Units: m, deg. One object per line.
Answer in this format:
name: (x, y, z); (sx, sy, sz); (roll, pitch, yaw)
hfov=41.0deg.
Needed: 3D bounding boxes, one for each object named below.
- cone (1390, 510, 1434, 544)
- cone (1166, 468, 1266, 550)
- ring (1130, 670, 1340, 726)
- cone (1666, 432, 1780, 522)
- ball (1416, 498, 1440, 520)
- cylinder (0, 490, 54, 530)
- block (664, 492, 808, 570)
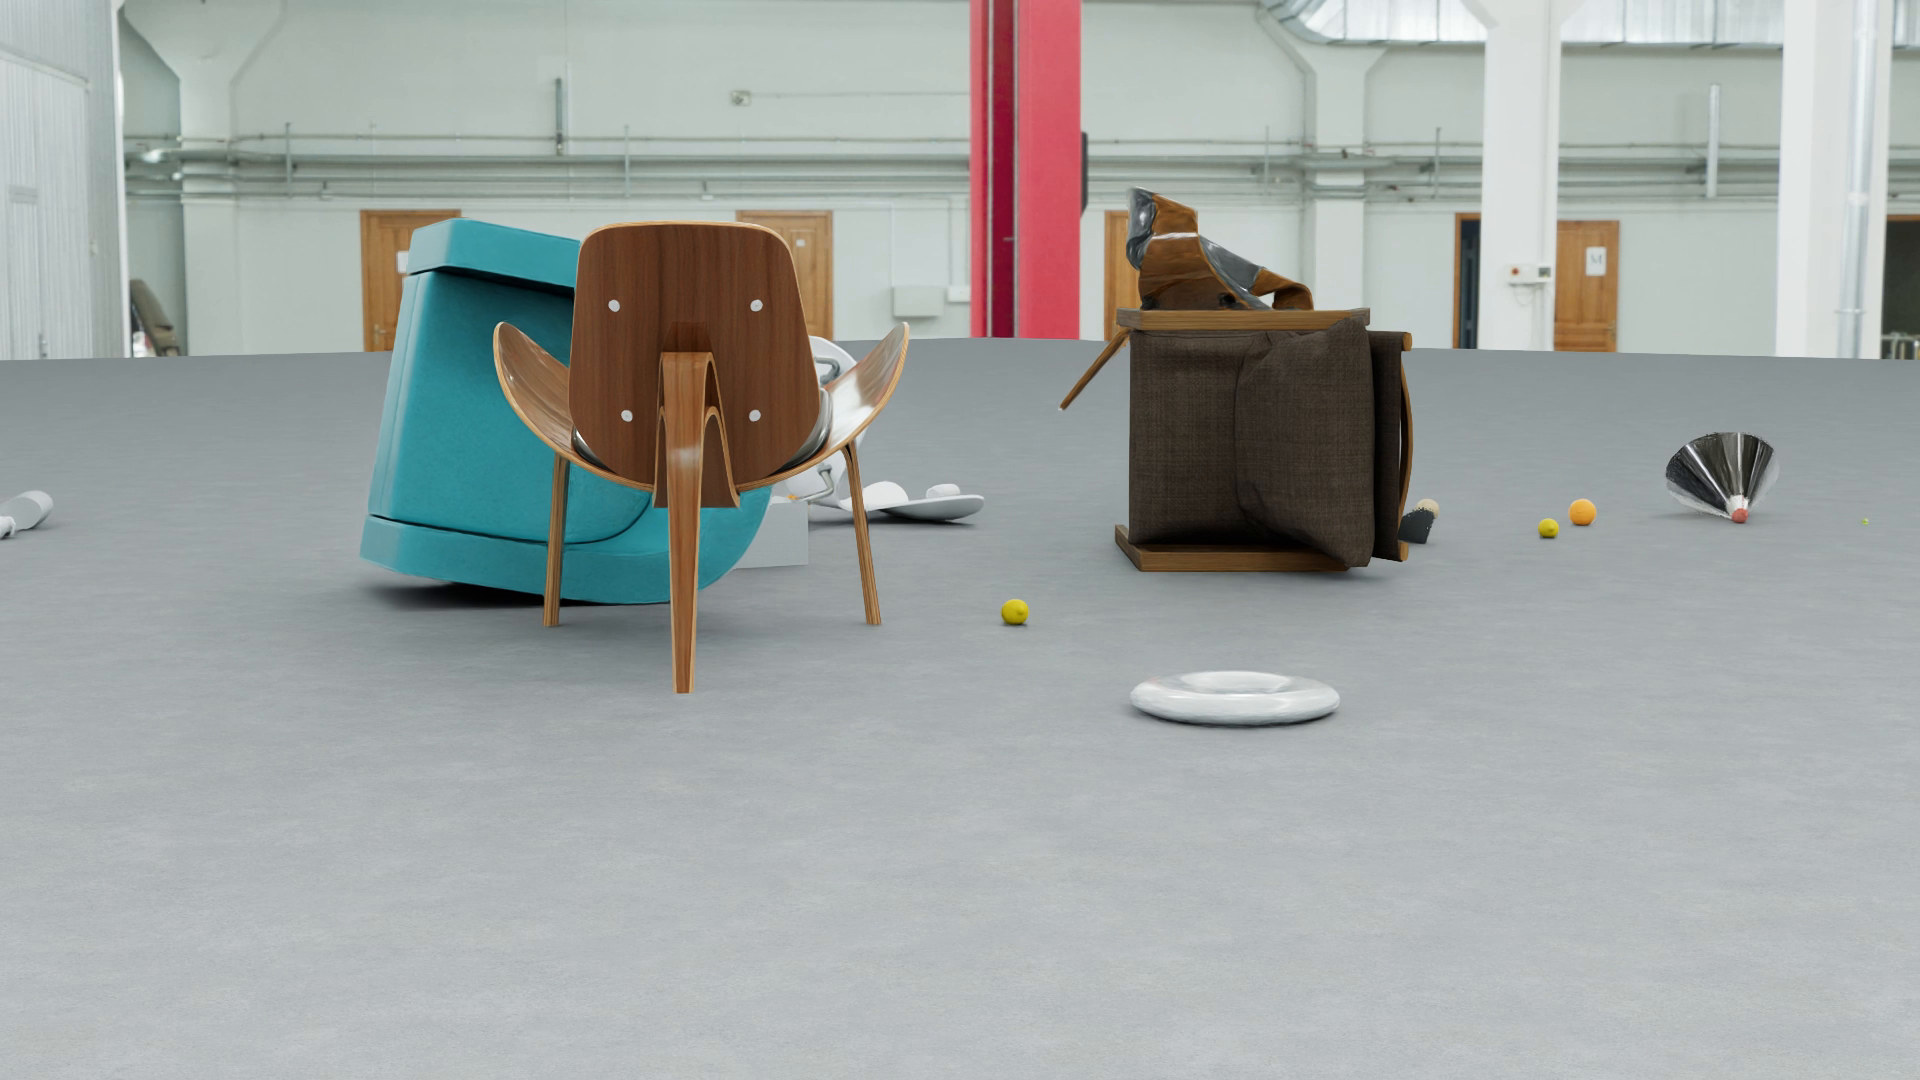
cone: (1.132, -0.013, 6.330); (0.119, 0.107, 0.067); (-19, 51, -9)
cone: (0.584, -0.026, 6.181); (0.207, 0.213, 0.291); (-29, 28, -2)
ring: (0.416, 0.238, 3.884); (0.315, 0.045, 0.322); (5, 8, 38)
cone: (2.103, -0.118, 6.990); (0.312, 0.267, 0.234); (3, 36, -1)
ball: (1.251, -0.079, 6.869); (0.064, 0.064, 0.064); (0, 6, 0)
cylinder: (-2.455, -0.078, 6.743); (0.109, 0.085, 0.219); (-16, 9, -10)
block: (-0.522, -0.025, 5.957); (0.223, 0.144, 0.326); (-3, 7, -28)
